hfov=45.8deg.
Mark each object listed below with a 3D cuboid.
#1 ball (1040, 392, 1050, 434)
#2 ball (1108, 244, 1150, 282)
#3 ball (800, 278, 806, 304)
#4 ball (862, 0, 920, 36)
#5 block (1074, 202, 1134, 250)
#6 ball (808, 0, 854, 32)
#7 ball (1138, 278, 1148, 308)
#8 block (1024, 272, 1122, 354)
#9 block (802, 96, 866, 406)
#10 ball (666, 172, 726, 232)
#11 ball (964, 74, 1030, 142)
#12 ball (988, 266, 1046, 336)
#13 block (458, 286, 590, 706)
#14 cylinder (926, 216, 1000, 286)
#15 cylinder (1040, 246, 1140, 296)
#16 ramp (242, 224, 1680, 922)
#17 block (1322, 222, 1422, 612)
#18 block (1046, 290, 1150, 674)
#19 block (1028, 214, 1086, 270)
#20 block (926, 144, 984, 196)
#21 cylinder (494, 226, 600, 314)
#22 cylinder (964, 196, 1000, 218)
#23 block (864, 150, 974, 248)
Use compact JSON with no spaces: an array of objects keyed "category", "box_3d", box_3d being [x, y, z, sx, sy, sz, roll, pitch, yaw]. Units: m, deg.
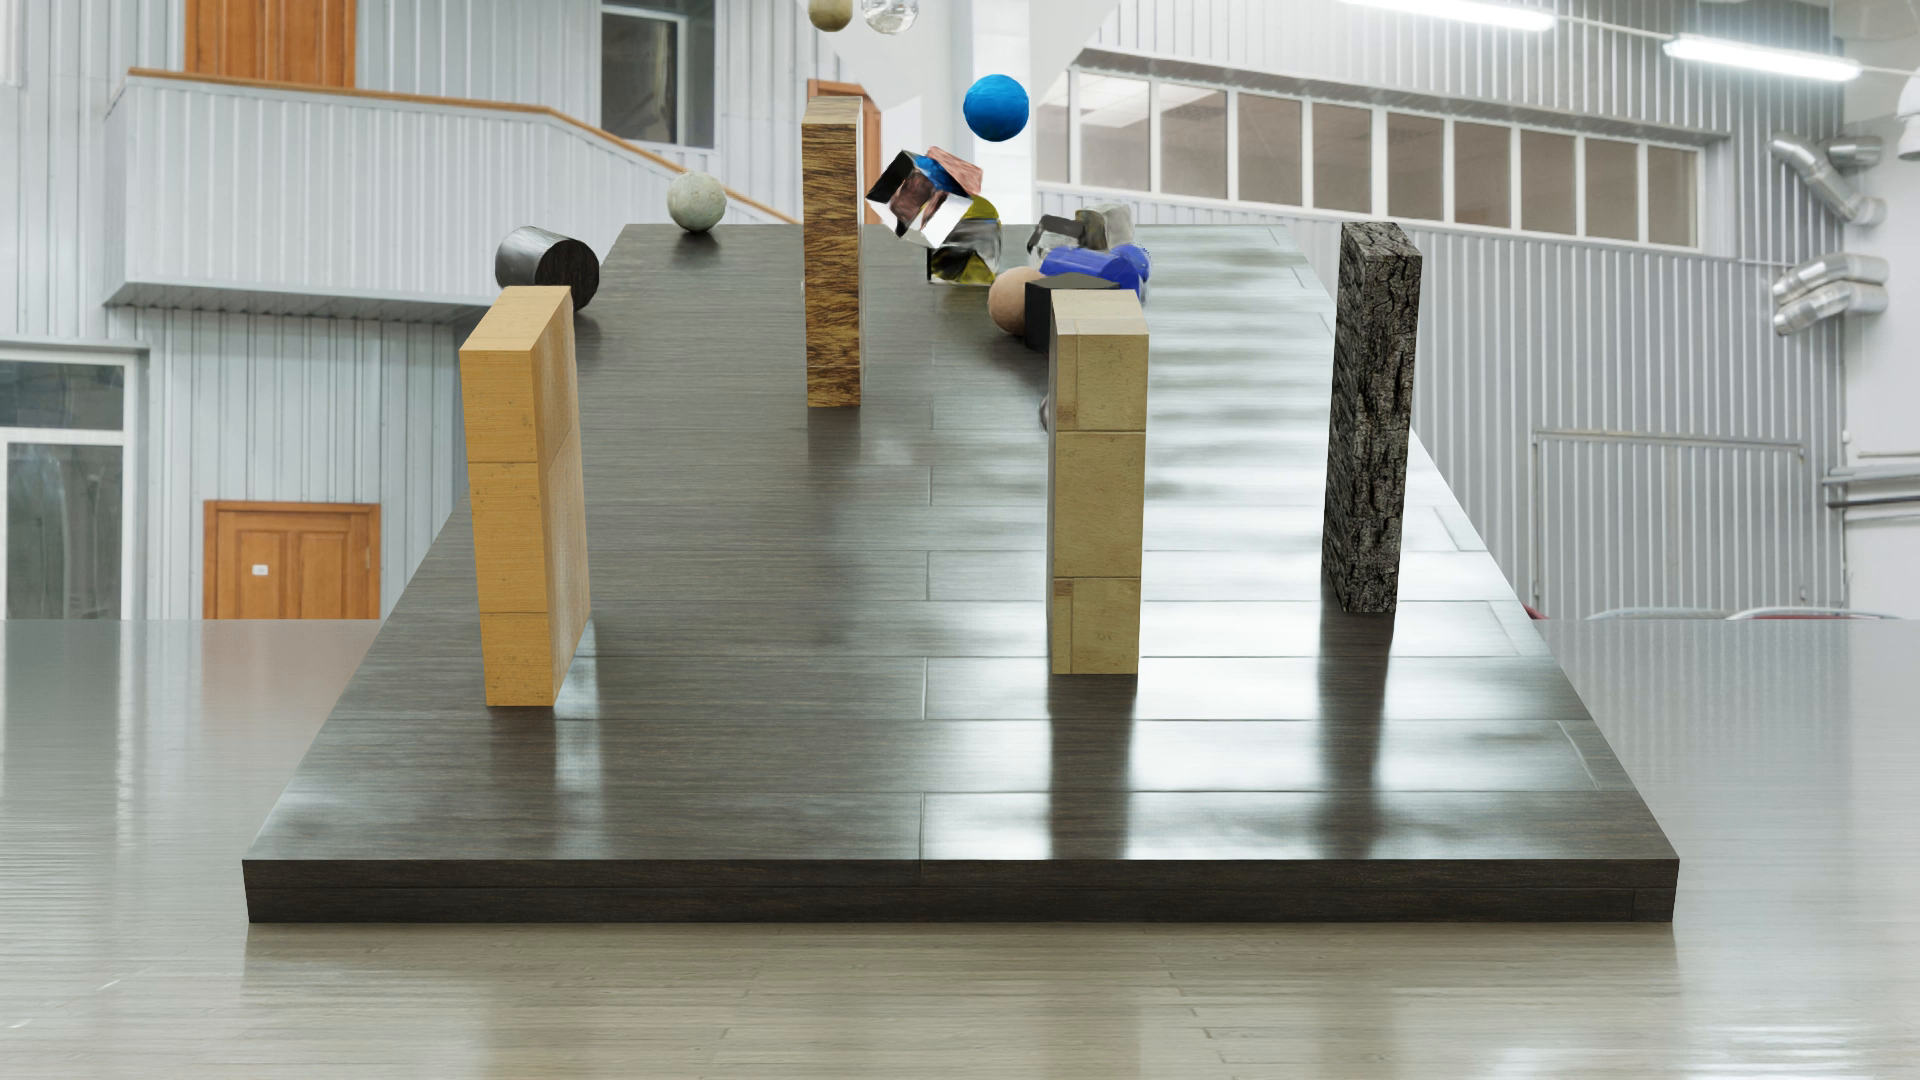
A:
[{"category":"ball","box_3d":[0.231,-0.270,4.894,0.122,0.122,0.122,0,-2,0]},{"category":"ball","box_3d":[0.448,-0.731,6.114,0.128,0.128,0.128,0,-2,0]},{"category":"ball","box_3d":[-0.354,-0.650,5.909,0.120,0.120,0.120,0,-2,0]},{"category":"ball","box_3d":[-0.204,-1.565,6.668,0.170,0.170,0.170,0,-2,0]},{"category":"block","box_3d":[0.404,-0.879,6.373,0.109,0.109,0.109,-22,23,-39]},{"category":"ball","box_3d":[-0.375,-1.534,6.575,0.134,0.134,0.134,0,-2,0]},{"category":"ball","box_3d":[0.432,-0.642,5.905,0.108,0.108,0.108,0,-2,0]},{"category":"block","box_3d":[0.276,-0.550,5.578,0.166,0.166,0.166,-18,27,-39]},{"category":"block","box_3d":[-0.285,-0.664,5.205,0.119,0.640,0.358,0,21,0]},{"category":"ball","box_3d":[-0.786,-1.009,6.781,0.179,0.179,0.179,0,-2,0]},{"category":"ball","box_3d":[0.104,-1.218,6.418,0.188,0.188,0.188,0,-2,0]},{"category":"ball","box_3d":[0.156,-0.599,5.700,0.172,0.172,0.172,0,-2,0]},{"category":"block","box_3d":[-0.703,-0.080,3.719,0.107,0.588,0.397,0,21,0]},{"category":"cylinder","box_3d":[0.011,-0.784,6.175,0.184,0.184,0.184,2,-2,5]},{"category":"cylinder","box_3d":[0.327,-0.644,5.800,0.187,0.187,0.187,19,11,40]},{"category":"ramp","box_3d":[-0.005,-0.211,5.052,2.000,0.100,4.000,0,21,0]},{"category":"block","box_3d":[0.722,-0.218,4.017,0.094,0.641,0.253,0,21,0]},{"category":"block","box_3d":[0.224,-0.100,3.789,0.142,0.579,0.283,0,21,0]},{"category":"block","box_3d":[0.266,-0.792,6.199,0.122,0.122,0.122,15,-34,17]},{"category":"block","box_3d":[-0.055,-1.083,7.126,0.186,0.186,0.186,24,34,-10]},{"category":"cylinder","box_3d":[-1.078,-0.704,5.937,0.197,0.197,0.197,2,14,-45]},{"category":"cylinder","box_3d":[0.014,-0.881,6.389,0.156,0.156,0.156,1,1,-19]},{"category":"block","box_3d":[-0.107,-0.899,6.007,0.168,0.168,0.168,-50,-27,21]}]
